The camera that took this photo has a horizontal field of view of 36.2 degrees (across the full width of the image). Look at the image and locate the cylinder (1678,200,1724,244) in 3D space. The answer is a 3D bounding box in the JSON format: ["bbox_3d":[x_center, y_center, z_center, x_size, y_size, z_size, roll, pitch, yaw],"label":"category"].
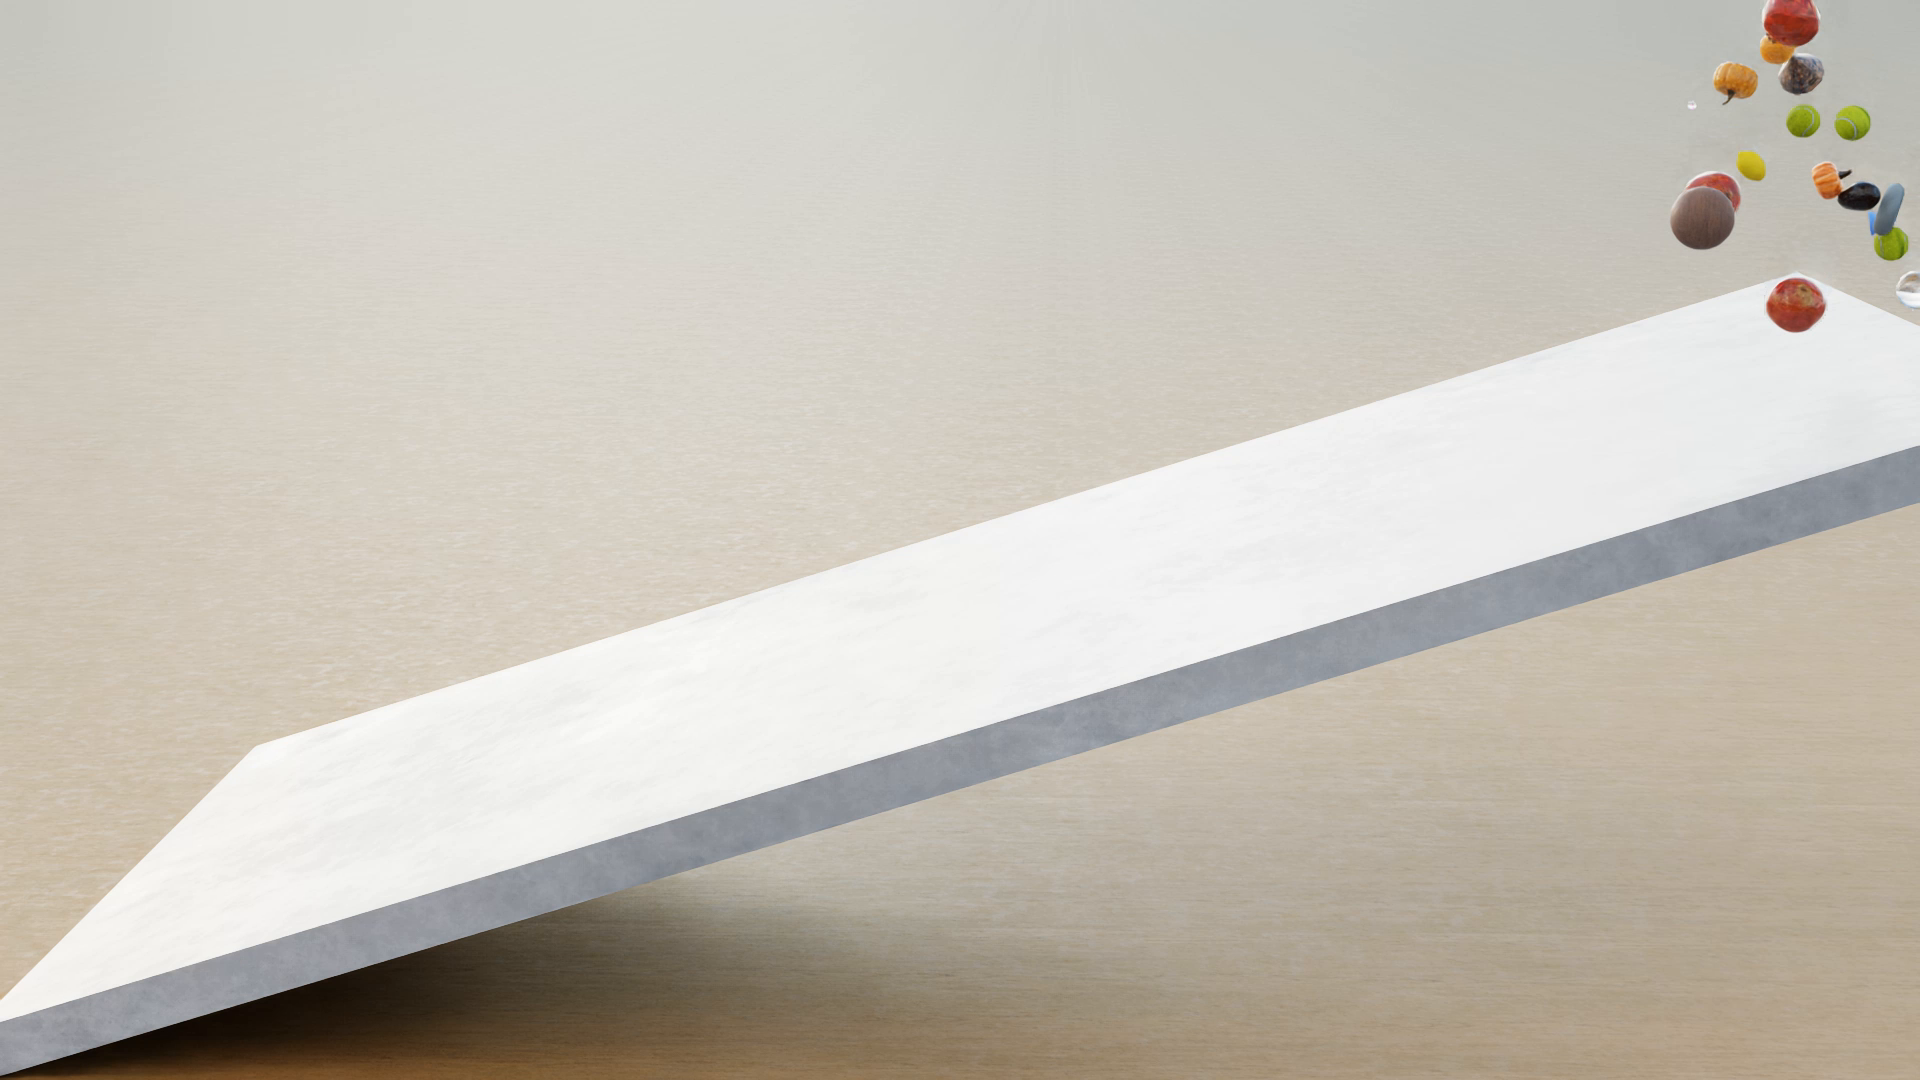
[{"bbox_3d":[1.576,-0.675,6.256,0.073,0.073,0.073,-1,-15,-5],"label":"cylinder"}]

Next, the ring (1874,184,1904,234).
[{"bbox_3d":[1.876,-0.668,5.940,0.036,0.109,0.109,21,18,17],"label":"ring"}]

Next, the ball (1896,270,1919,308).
[{"bbox_3d":[1.958,-0.512,6.022,0.078,0.078,0.078,0,11,0],"label":"ball"}]

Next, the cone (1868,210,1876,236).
[{"bbox_3d":[1.917,-0.661,6.106,0.054,0.054,0.054,-7,9,18],"label":"cone"}]

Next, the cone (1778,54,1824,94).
[{"bbox_3d":[1.720,-0.977,6.047,0.092,0.092,0.092,6,-12,29],"label":"cone"}]

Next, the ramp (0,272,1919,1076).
[{"bbox_3d":[0.100,0.183,6.311,4.000,0.100,2.000,-17,10,5],"label":"ramp"}]
